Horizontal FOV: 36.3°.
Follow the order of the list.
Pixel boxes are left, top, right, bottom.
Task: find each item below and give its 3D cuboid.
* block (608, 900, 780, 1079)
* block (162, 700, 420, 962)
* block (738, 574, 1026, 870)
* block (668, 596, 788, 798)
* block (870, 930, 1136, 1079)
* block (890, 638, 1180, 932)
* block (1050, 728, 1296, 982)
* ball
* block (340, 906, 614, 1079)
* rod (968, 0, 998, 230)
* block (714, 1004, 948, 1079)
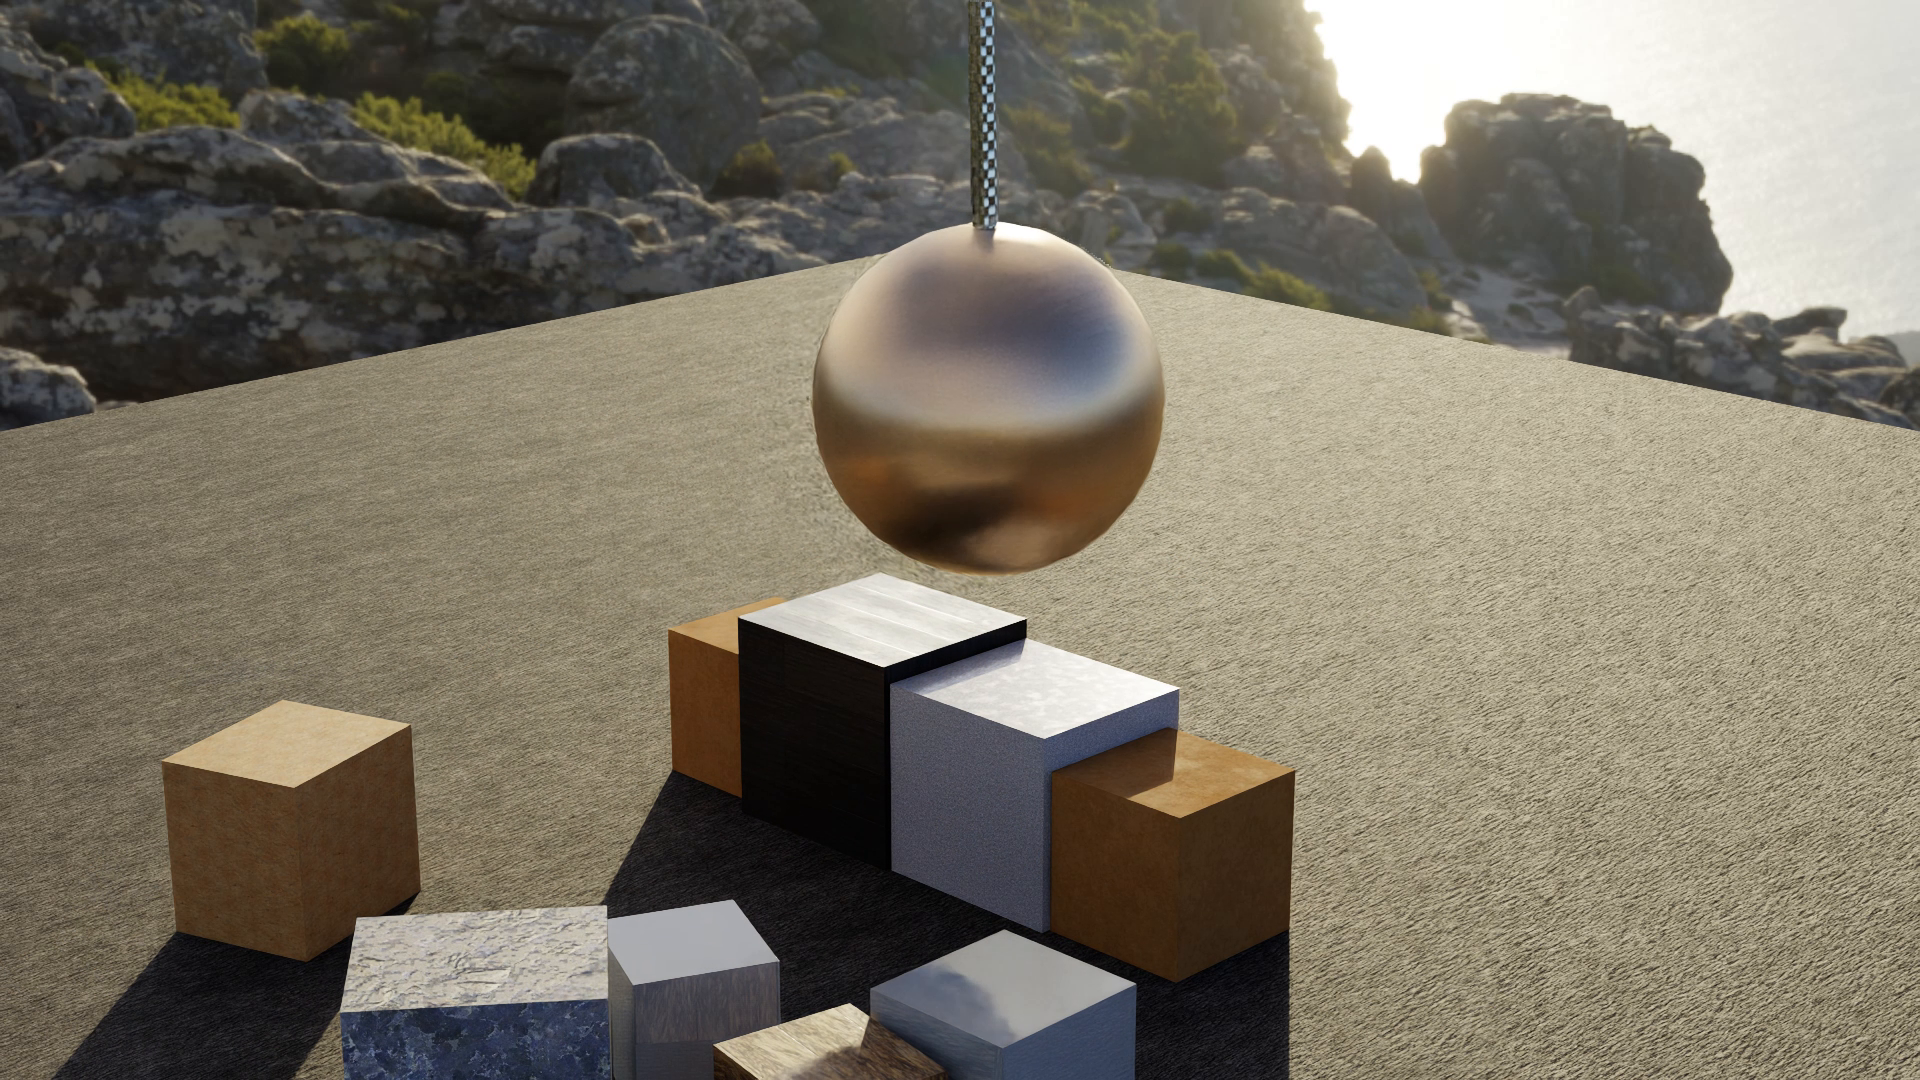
[{"bbox_3d":[-1.078,1.837,11.563,0.580,0.561,0.610,-7,19,-20],"label":"block"},{"bbox_3d":[-2.942,1.269,12.963,0.709,0.805,0.825,8,19,24],"label":"block"},{"bbox_3d":[-0.368,0.843,13.999,0.993,0.997,0.940,16,24,42],"label":"block"},{"bbox_3d":[-0.959,0.789,14.594,0.706,0.745,0.657,-17,24,-42],"label":"block"},{"bbox_3d":[0.162,1.972,10.951,0.676,0.672,0.718,16,24,42],"label":"block"},{"bbox_3d":[0.335,1.094,13.342,0.884,0.913,0.958,-17,24,-42],"label":"block"},{"bbox_3d":[0.923,1.355,12.779,0.759,0.752,0.729,-17,24,-42],"label":"block"},{"bbox_3d":[0.127,-0.635,13.275,1.600,1.600,1.600,0,17,0],"label":"ball"},{"bbox_3d":[-1.736,1.930,10.710,0.922,0.895,0.782,-2,18,-7],"label":"block"},{"bbox_3d":[0.055,-3.855,12.188,0.080,5.200,0.080,17,26,42],"label":"rod"},{"bbox_3d":[-0.469,2.131,10.611,0.587,0.572,0.647,-12,21,-33],"label":"block"}]
